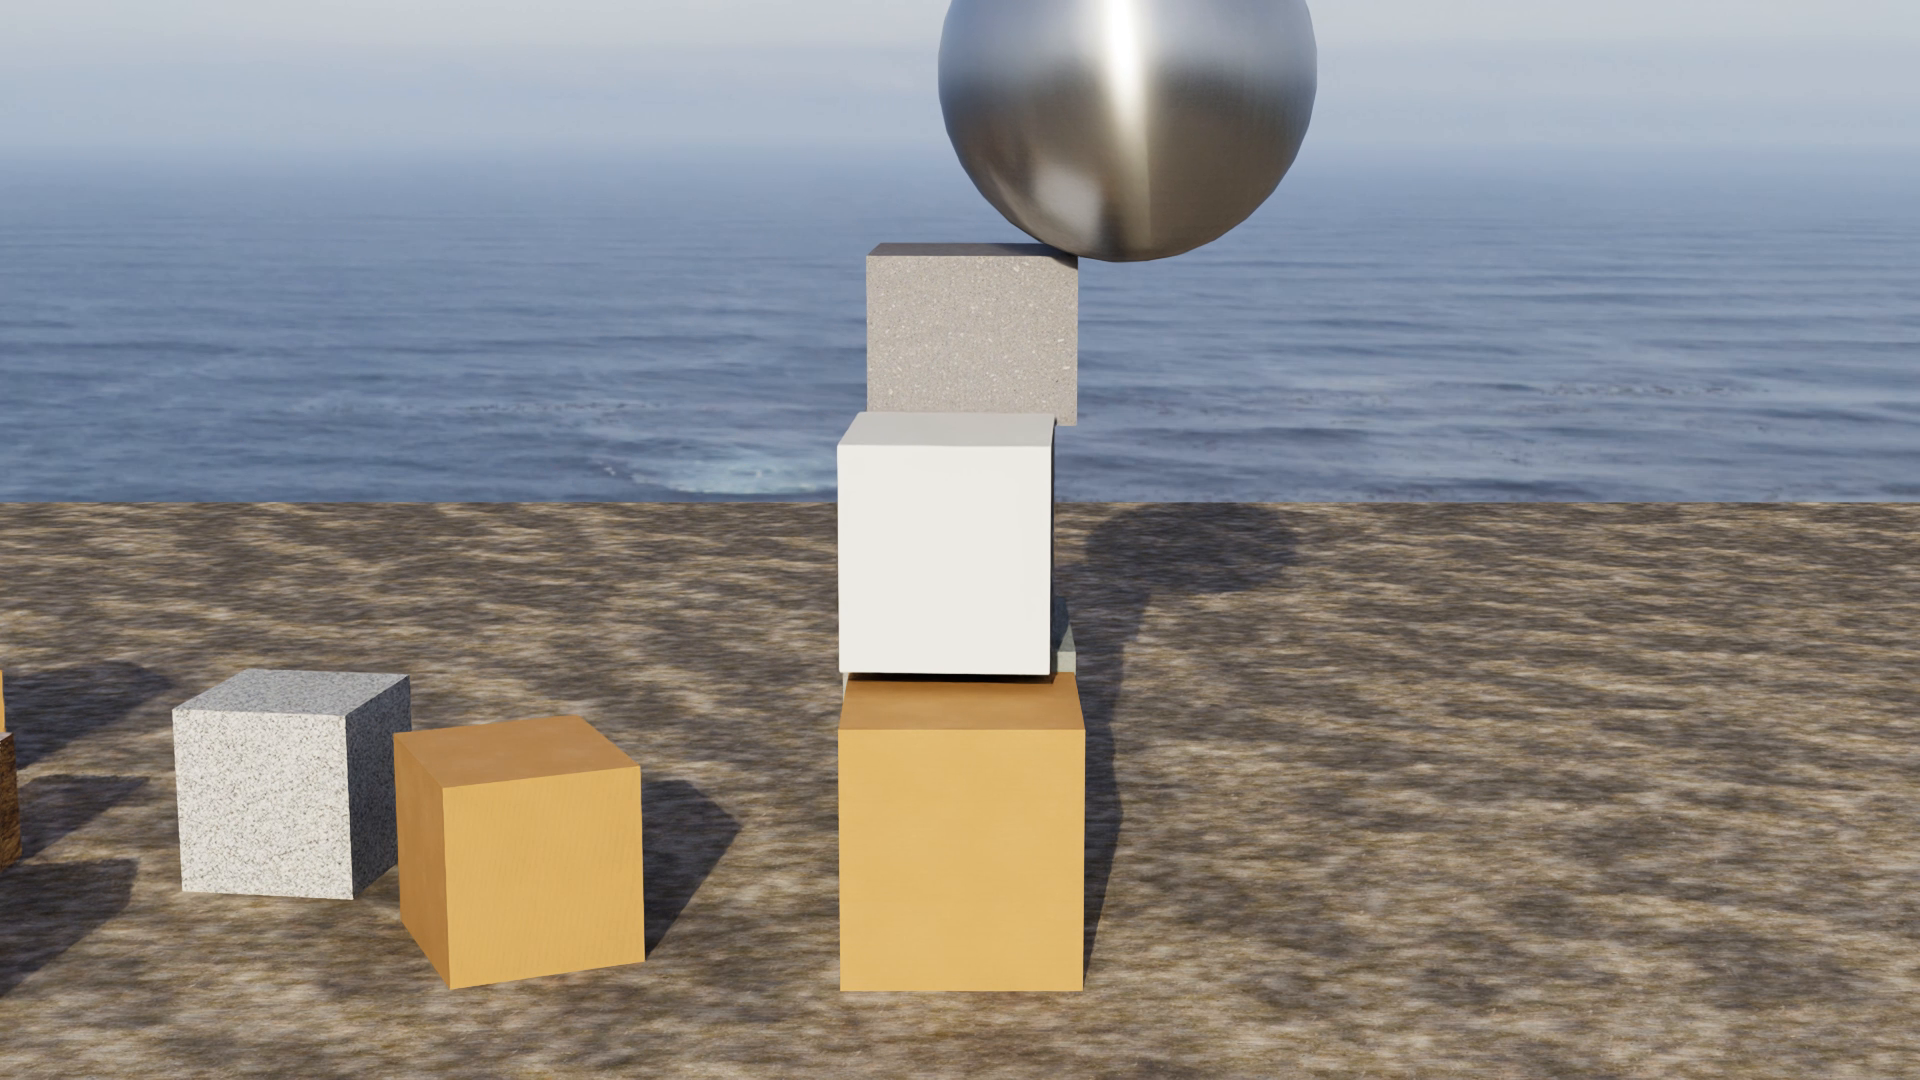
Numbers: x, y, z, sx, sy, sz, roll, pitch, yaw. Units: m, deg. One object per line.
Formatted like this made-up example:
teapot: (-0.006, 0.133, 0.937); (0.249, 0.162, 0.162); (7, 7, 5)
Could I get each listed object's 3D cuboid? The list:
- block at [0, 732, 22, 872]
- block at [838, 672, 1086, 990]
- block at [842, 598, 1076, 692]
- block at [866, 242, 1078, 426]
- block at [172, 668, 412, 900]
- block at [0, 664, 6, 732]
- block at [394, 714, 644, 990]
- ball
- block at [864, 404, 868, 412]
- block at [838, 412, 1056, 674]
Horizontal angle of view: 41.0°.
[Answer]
block: (-4.558, 1.199, 11.351); (0.567, 0.579, 0.549); (0, 10, 2)
block: (0.006, 1.150, 10.327); (0.940, 1.043, 0.957); (0, 10, 0)
block: (-0.004, 0.919, 11.358); (0.972, 1.128, 1.135); (0, 10, 0)
block: (0.069, -0.935, 11.485); (0.908, 0.731, 0.871); (0, 10, 2)
block: (-2.941, 1.069, 11.409); (0.777, 0.814, 0.774); (2, 10, 8)
block: (-5.425, 0.762, 12.962); (0.896, 0.863, 0.827); (-8, 13, -37)
block: (-1.806, 1.245, 10.456); (0.786, 0.809, 0.906); (-5, 11, -24)
ball: (0.703, -1.973, 10.822); (1.600, 1.600, 1.600); (0, 10, 0)
block: (-0.011, -0.147, 11.630); (0.837, 0.872, 0.874); (0, 10, 0)
block: (-0.038, -0.006, 10.698); (0.846, 0.926, 0.928); (1, 11, 3)
